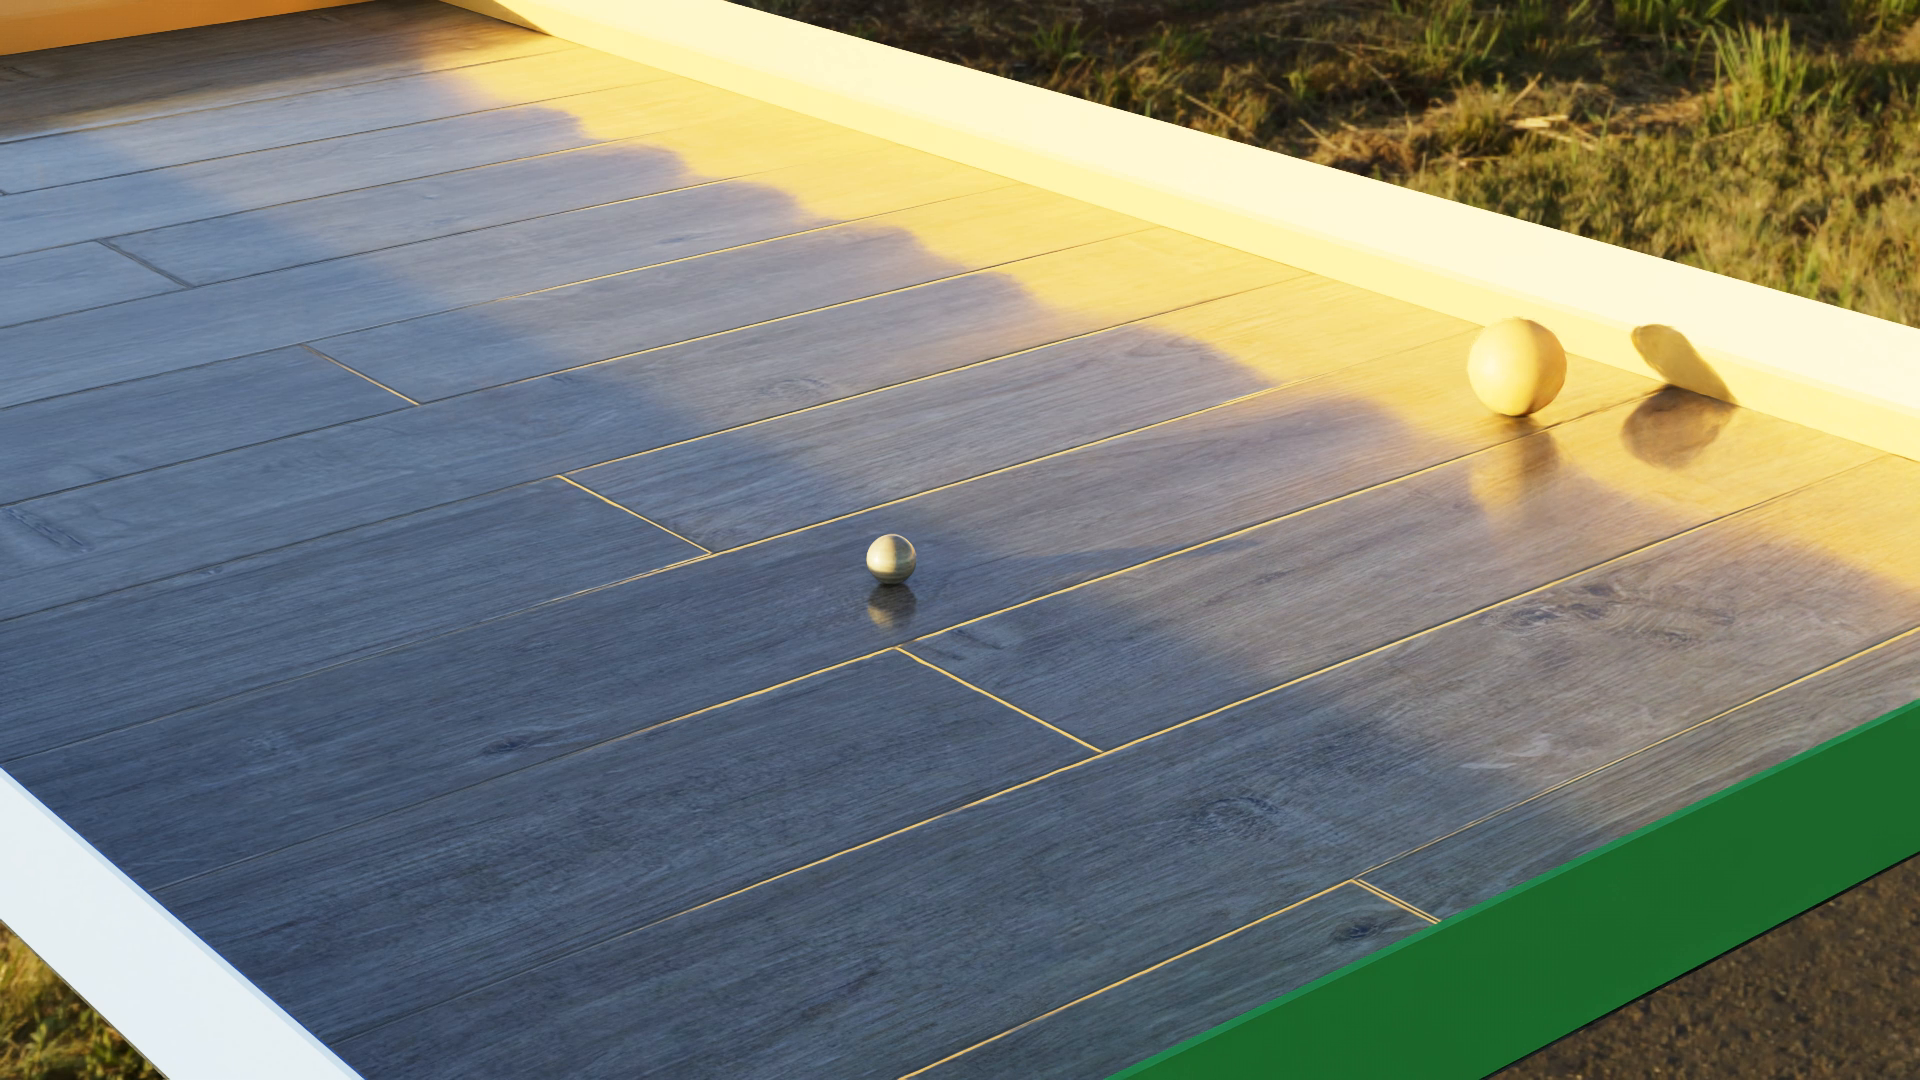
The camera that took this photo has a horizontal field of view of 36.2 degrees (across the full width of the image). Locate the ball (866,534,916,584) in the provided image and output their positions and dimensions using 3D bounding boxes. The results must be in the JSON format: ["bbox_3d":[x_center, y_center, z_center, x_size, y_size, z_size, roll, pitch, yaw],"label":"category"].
[{"bbox_3d":[-0.057,0.016,2.467,0.042,0.042,0.042,0,22,0],"label":"ball"}]

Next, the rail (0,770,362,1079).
[{"bbox_3d":[-1.163,-0.061,2.548,0.045,0.123,3.225,-17,28,-36],"label":"rail"}]

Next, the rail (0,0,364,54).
[{"bbox_3d":[-1.523,-0.723,4.181,1.732,0.123,0.045,-17,28,-36],"label":"rail"}]

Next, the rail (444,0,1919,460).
[{"bbox_3d":[0.137,-0.464,3.541,0.045,0.123,3.225,-17,28,-36],"label":"rail"}]

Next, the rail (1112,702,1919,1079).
[{"bbox_3d":[0.498,0.198,1.908,1.732,0.123,0.045,-17,28,-36],"label":"rail"}]

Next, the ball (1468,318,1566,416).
[{"bbox_3d":[0.540,-0.168,2.850,0.095,0.095,0.095,0,22,0],"label":"ball"}]
